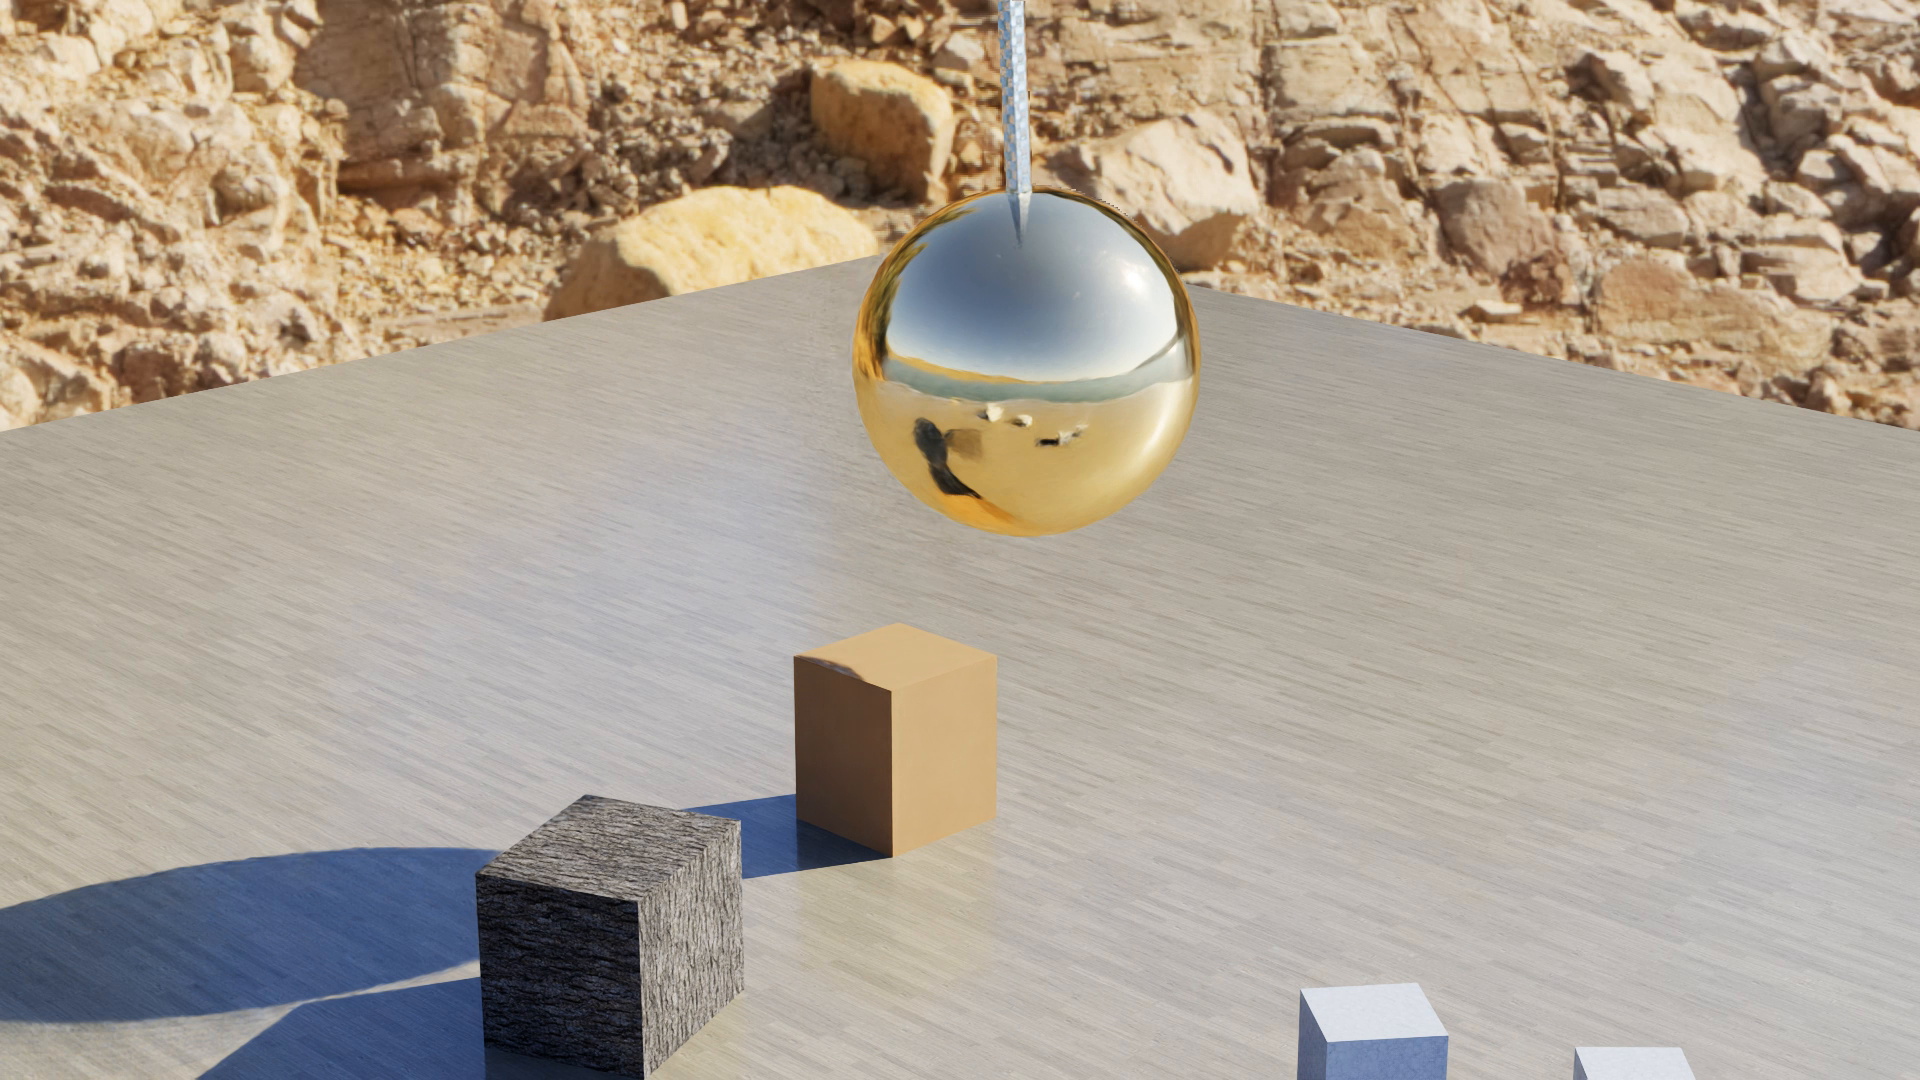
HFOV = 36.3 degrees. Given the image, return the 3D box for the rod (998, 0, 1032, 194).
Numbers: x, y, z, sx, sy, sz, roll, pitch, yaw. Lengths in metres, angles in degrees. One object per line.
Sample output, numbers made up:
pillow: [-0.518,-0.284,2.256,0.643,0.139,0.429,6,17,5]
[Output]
rod: [0.131,-3.998,12.223,0.080,5.200,0.080,17,28,42]

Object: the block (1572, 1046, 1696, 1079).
block: [2.502,2.146,10.869,0.394,0.389,0.386,0,17,1]

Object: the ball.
ball: [0.303,-0.815,13.403,1.600,1.600,1.600,0,17,0]

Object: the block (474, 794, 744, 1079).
block: [-1.413,1.602,11.968,0.731,0.766,0.878,7,19,22]

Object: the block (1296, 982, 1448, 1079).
block: [1.560,2.011,11.143,0.460,0.482,0.442,-2,18,-6]

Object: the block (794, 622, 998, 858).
block: [-0.306,0.940,13.977,0.685,0.826,0.675,-17,24,-42]
